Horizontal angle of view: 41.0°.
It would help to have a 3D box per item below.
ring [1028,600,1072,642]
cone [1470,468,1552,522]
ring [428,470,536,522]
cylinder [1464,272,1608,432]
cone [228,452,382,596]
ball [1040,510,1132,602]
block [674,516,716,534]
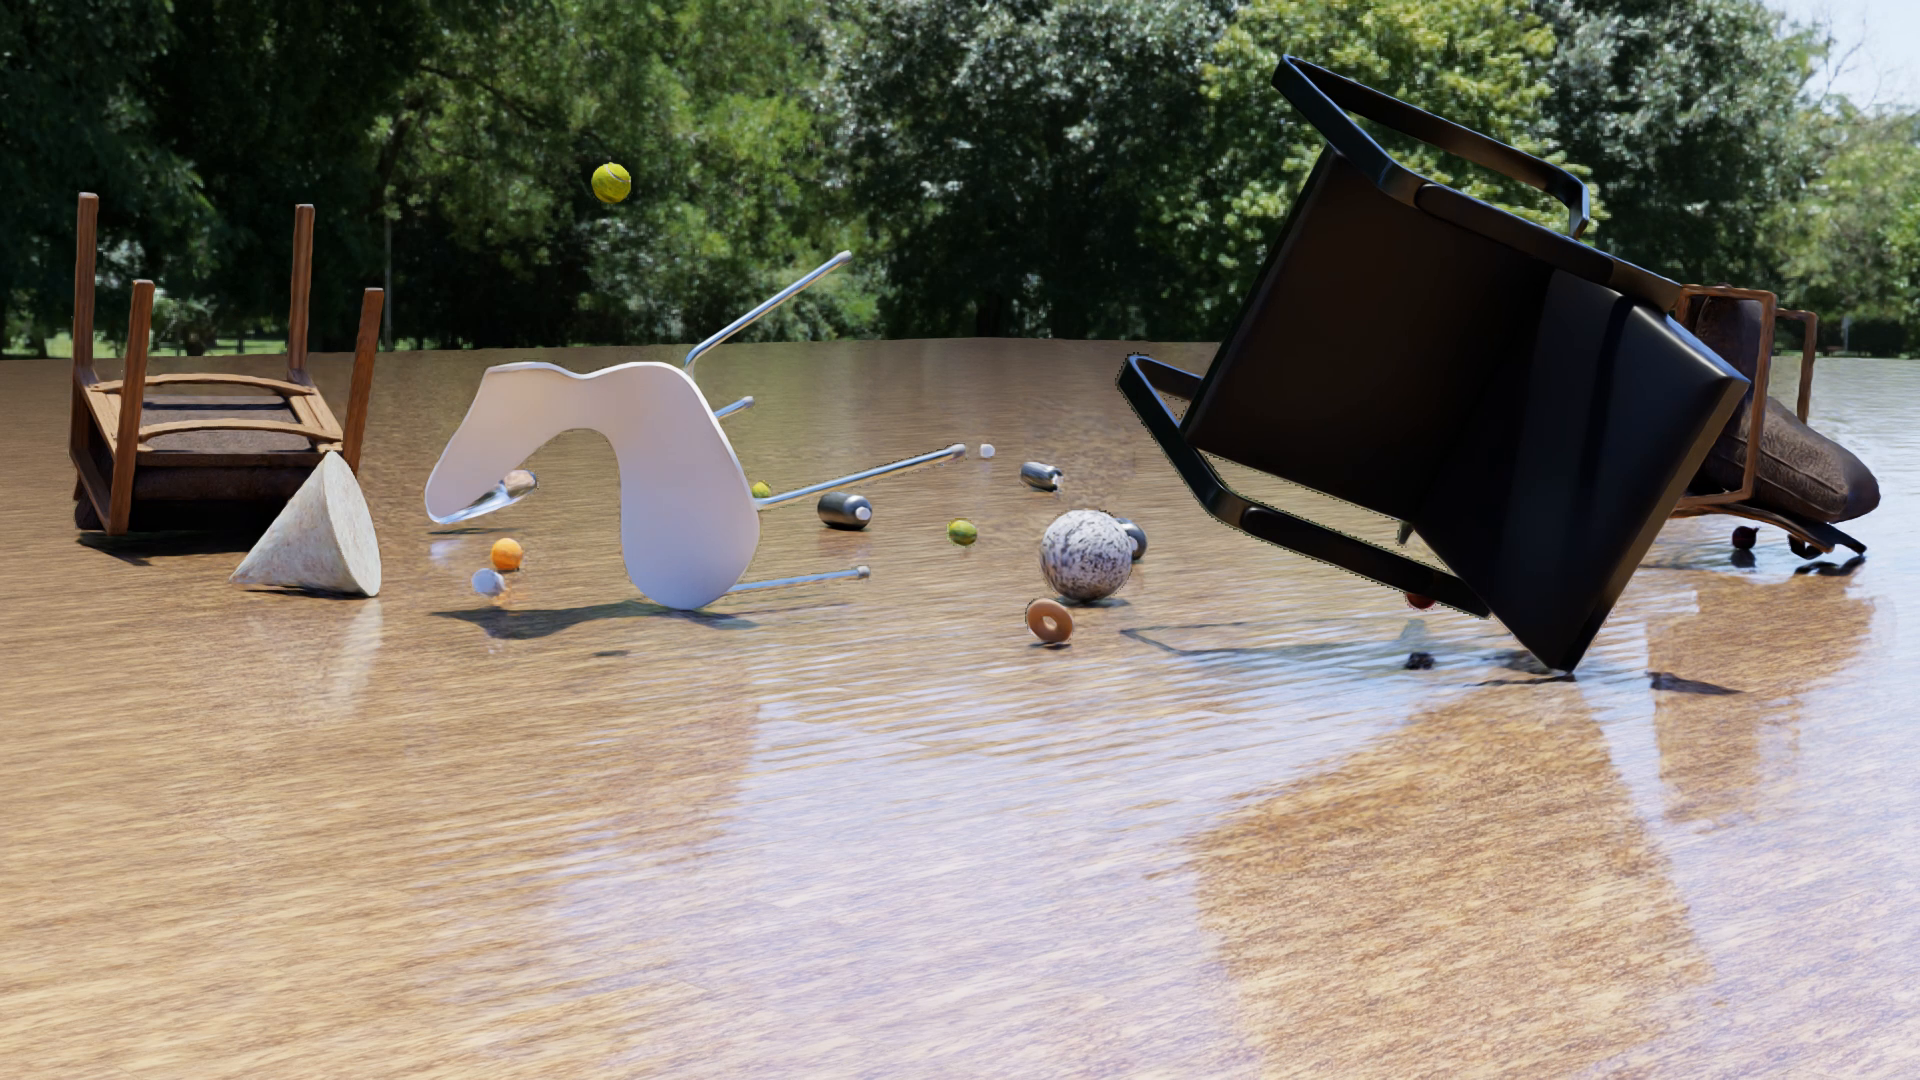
[{"bbox_3d":[0.160,0.145,4.581,0.086,0.116,0.024,22,55,11],"label":"ring"},{"bbox_3d":[1.493,-0.090,6.919,0.200,0.100,0.234,27,-46,-35],"label":"cone"},{"bbox_3d":[-1.235,-0.113,6.645,0.308,0.074,0.139,-21,-3,-29],"label":"ring"},{"bbox_3d":[1.391,-0.452,6.205,0.224,0.322,0.223,-12,-18,-38],"label":"cylinder"},{"bbox_3d":[-1.399,0.026,5.347,0.335,0.323,0.142,-23,-14,20],"label":"cone"},{"bbox_3d":[0.254,0.031,5.192,0.188,0.188,0.188,0,6,0],"label":"ball"},{"bbox_3d":[-0.680,-0.039,6.590,0.064,0.040,0.085,5,7,37],"label":"block"}]
